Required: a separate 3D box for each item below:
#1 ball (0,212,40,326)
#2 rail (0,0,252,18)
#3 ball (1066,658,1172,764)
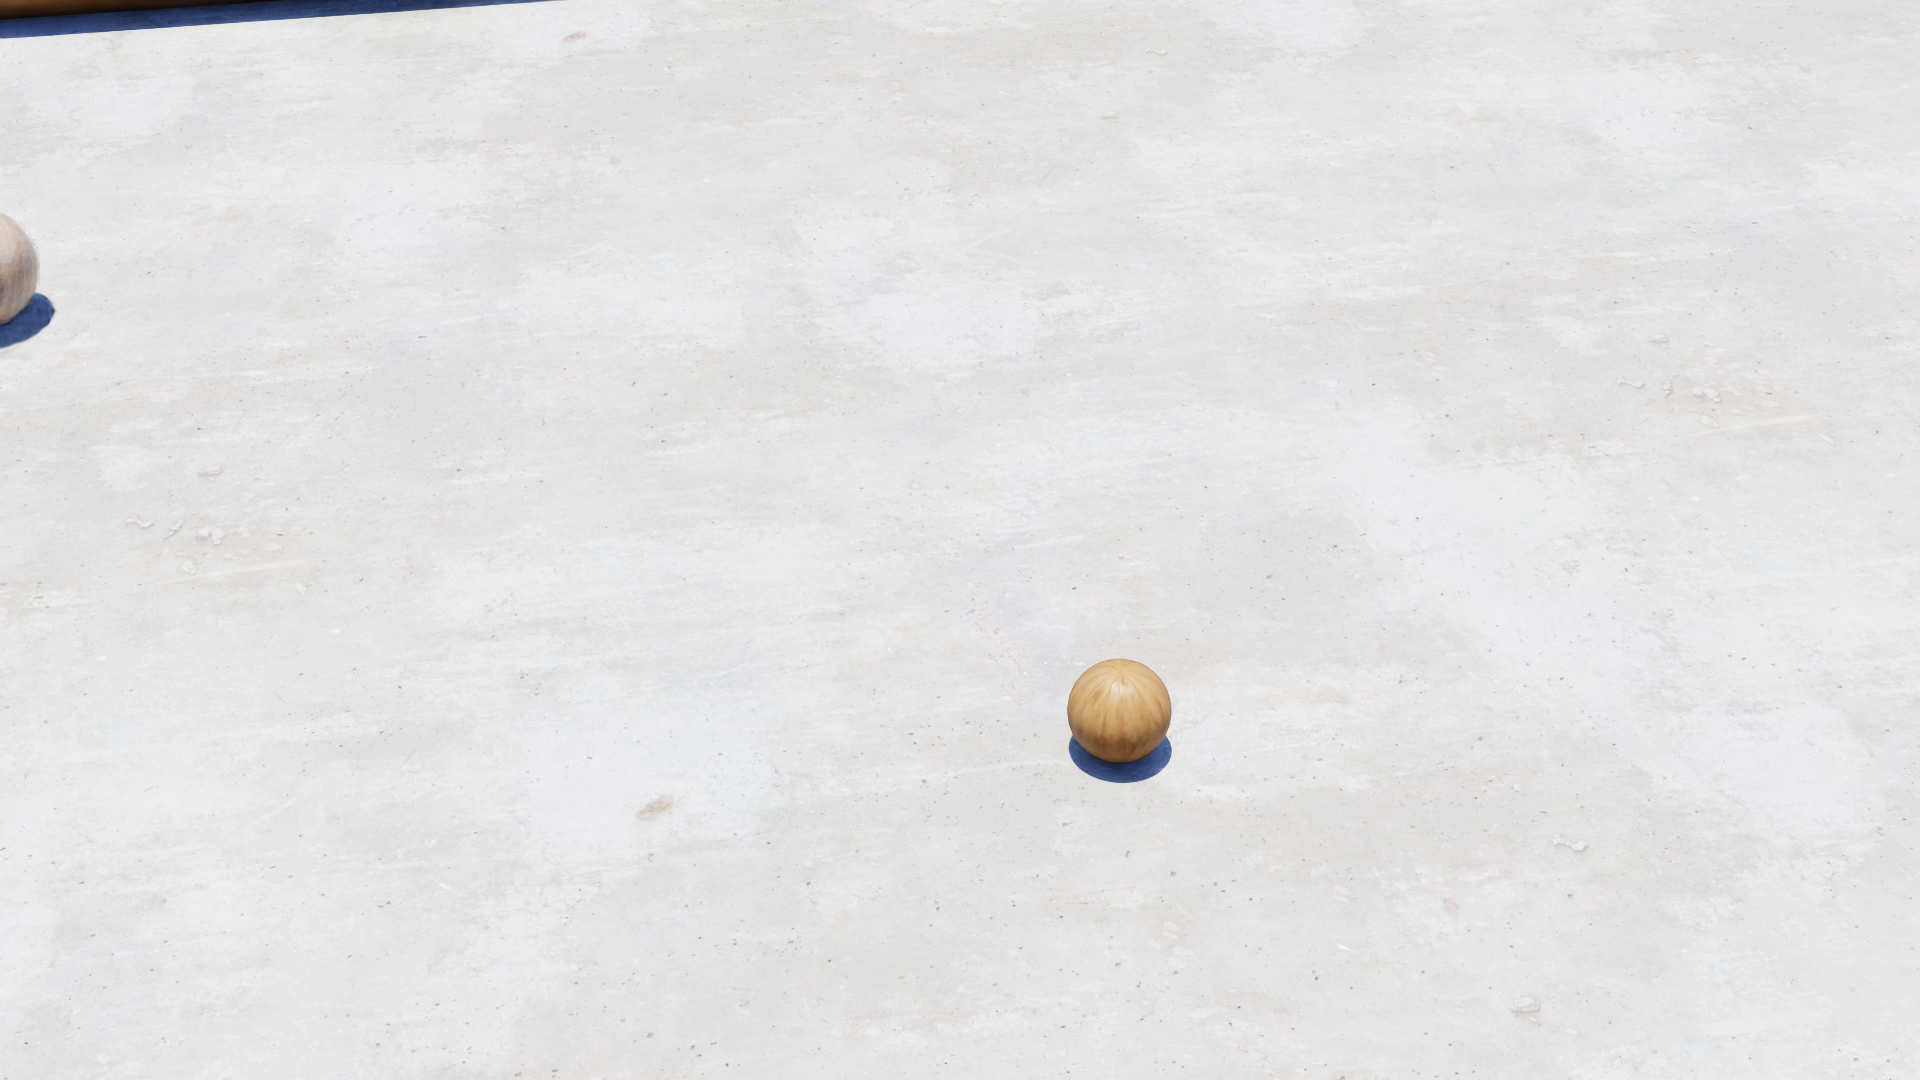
[{"bbox_3d":[-0.697,-0.192,1.811,0.089,0.089,0.089,0,36,0],"label":"ball"},{"bbox_3d":[0.659,-0.637,2.393,3.288,0.115,0.045,-6,37,-8],"label":"rail"},{"bbox_3d":[0.090,0.096,1.442,0.059,0.059,0.059,0,36,0],"label":"ball"}]
